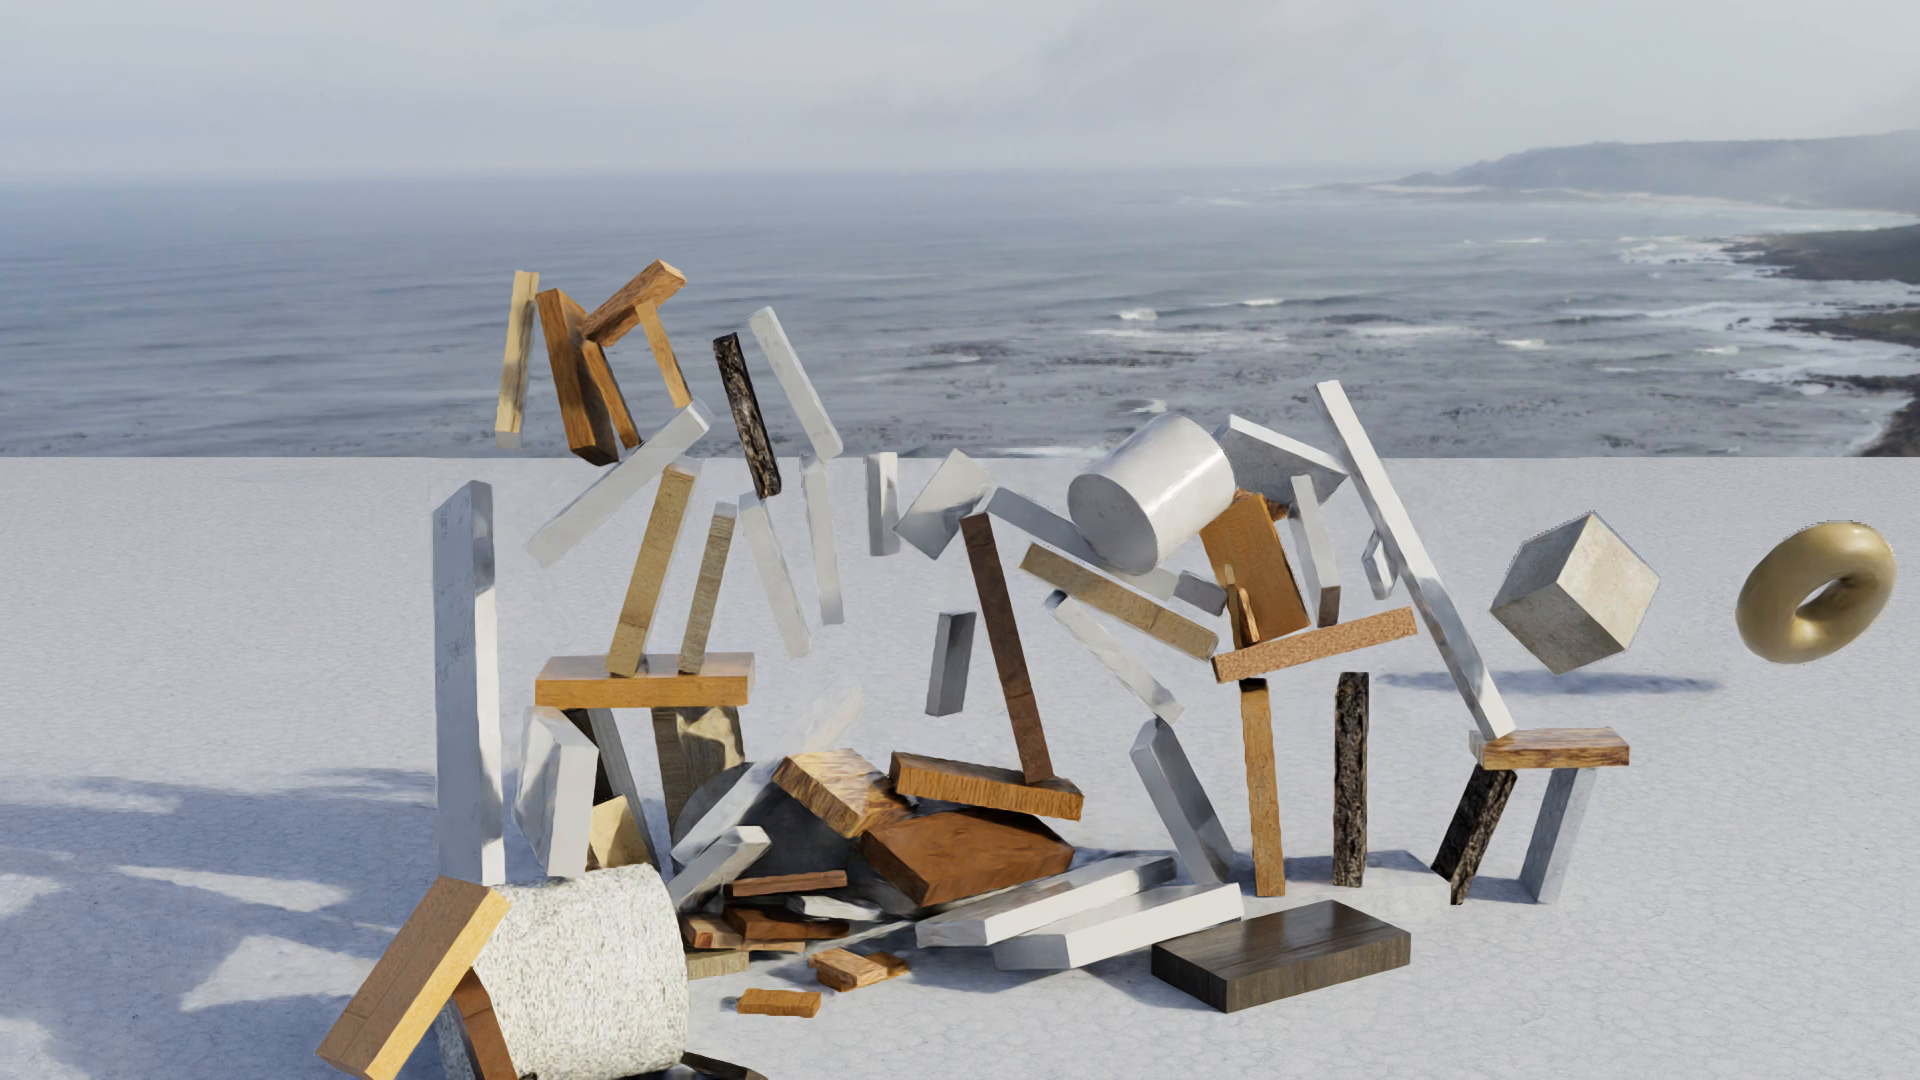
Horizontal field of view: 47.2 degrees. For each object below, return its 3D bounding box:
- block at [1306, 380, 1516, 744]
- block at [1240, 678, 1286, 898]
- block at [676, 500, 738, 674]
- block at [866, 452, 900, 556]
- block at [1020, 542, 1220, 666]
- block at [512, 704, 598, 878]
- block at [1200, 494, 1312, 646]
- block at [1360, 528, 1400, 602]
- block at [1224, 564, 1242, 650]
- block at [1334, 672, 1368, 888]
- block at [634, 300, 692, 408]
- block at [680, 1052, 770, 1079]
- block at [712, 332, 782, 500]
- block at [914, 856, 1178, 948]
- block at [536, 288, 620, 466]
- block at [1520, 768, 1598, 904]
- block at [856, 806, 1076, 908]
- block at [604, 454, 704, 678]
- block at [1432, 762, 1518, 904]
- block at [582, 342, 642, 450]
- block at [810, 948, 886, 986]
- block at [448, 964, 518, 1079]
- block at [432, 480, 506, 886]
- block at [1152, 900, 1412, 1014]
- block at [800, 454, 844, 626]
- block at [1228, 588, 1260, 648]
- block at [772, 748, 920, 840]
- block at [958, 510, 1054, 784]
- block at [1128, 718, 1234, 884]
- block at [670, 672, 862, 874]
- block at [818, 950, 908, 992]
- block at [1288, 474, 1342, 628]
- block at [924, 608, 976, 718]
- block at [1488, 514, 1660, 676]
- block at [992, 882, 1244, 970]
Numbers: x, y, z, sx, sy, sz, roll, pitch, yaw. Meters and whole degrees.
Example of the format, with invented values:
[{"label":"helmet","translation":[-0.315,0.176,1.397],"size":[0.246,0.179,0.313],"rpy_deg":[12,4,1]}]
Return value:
[{"label":"block","translation":[0.753,0.030,3.673],"size":[0.022,0.657,0.077],"rpy_deg":[-32,-10,37]},{"label":"block","translation":[0.488,0.397,3.549],"size":[0.045,0.317,0.158],"rpy_deg":[-5,11,7]},{"label":"block","translation":[-0.410,0.076,3.578],"size":[0.037,0.261,0.131],"rpy_deg":[13,9,-6]},{"label":"block","translation":[-0.130,-0.061,3.744],"size":[0.025,0.174,0.087],"rpy_deg":[-1,3,18]},{"label":"block","translation":[0.263,0.106,3.585],"size":[0.329,0.047,0.165],"rpy_deg":[27,-2,11]},{"label":"block","translation":[-0.579,0.347,3.122],"size":[0.048,0.171,0.529],"rpy_deg":[6,0,-16]},{"label":"block","translation":[0.482,0.053,3.620],"size":[0.115,0.230,0.033],"rpy_deg":[-22,-5,18]},{"label":"block","translation":[0.704,0.036,3.666],"size":[0.022,0.077,0.154],"rpy_deg":[-16,15,25]},{"label":"block","translation":[0.437,0.108,3.511],"size":[0.013,0.149,0.045],"rpy_deg":[-7,41,7]},{"label":"block","translation":[0.640,0.389,3.595],"size":[0.045,0.317,0.158],"rpy_deg":[1,12,13]},{"label":"block","translation":[-0.471,-0.297,3.504],"size":[0.025,0.174,0.087],"rpy_deg":[-22,9,-2]},{"label":"block","translation":[-0.315,0.705,2.925],"size":[0.112,0.016,0.056],"rpy_deg":[6,-23,30]},{"label":"block","translation":[-0.342,-0.201,3.537],"size":[0.036,0.255,0.127],"rpy_deg":[-16,11,-1]},{"label":"block","translation":[0.147,0.568,3.480],"size":[0.133,0.038,0.534],"rpy_deg":[-10,-2,37]},{"label":"block","translation":[-0.623,-0.263,3.583],"size":[0.038,0.268,0.134],"rpy_deg":[-16,-12,7]},{"label":"block","translation":[0.992,0.474,3.651],"size":[0.033,0.234,0.117],"rpy_deg":[14,10,-3]},{"label":"block","translation":[0.014,0.492,3.489],"size":[0.151,0.043,0.360],"rpy_deg":[36,24,34]},{"label":"block","translation":[-0.497,0.038,3.574],"size":[0.048,0.342,0.171],"rpy_deg":[17,9,-5]},{"label":"block","translation":[0.850,0.476,3.651],"size":[0.033,0.234,0.117],"rpy_deg":[20,10,-4]},{"label":"block","translation":[-0.558,-0.231,3.530],"size":[0.025,0.174,0.087],"rpy_deg":[-23,6,-3]},{"label":"block","translation":[-0.168,0.636,3.280],"size":[0.056,0.016,0.112],"rpy_deg":[-10,14,-42]},{"label":"block","translation":[-0.574,0.636,2.684],"size":[0.036,0.255,0.127],"rpy_deg":[-22,26,-20]},{"label":"block","translation":[-0.789,0.269,3.520],"size":[0.038,0.755,0.134],"rpy_deg":[14,-33,-38]},{"label":"block","translation":[0.487,0.627,3.332],"size":[0.358,0.051,0.179],"rpy_deg":[-7,12,-32]},{"label":"block","translation":[-0.224,-0.003,3.575],"size":[0.036,0.255,0.127],"rpy_deg":[-7,17,-4]},{"label":"block","translation":[0.461,0.129,3.580],"size":[0.013,0.090,0.045],"rpy_deg":[-7,-17,-22]},{"label":"block","translation":[-0.178,0.399,3.494],"size":[0.151,0.043,0.301],"rpy_deg":[37,8,15]},{"label":"block","translation":[0.075,0.171,3.613],"size":[0.047,0.439,0.165],"rpy_deg":[-14,2,0]},{"label":"block","translation":[0.363,0.430,3.580],"size":[0.038,0.266,0.133],"rpy_deg":[-24,10,22]},{"label":"block","translation":[-0.300,0.378,3.454],"size":[0.037,0.390,0.130],"rpy_deg":[39,-18,15]},{"label":"block","translation":[-0.146,0.649,3.305],"size":[0.123,0.017,0.062],"rpy_deg":[-8,13,-38]},{"label":"block","translation":[0.584,0.018,3.628],"size":[0.033,0.115,0.230],"rpy_deg":[-9,53,-1]},{"label":"block","translation":[-0.015,0.206,3.691],"size":[0.025,0.174,0.087],"rpy_deg":[12,9,28]},{"label":"block","translation":[0.985,0.089,3.529],"size":[0.159,0.159,0.159],"rpy_deg":[-53,11,-32]},{"label":"block","translation":[0.244,0.592,3.377],"size":[0.358,0.051,0.179],"rpy_deg":[-8,-4,-38]}]
